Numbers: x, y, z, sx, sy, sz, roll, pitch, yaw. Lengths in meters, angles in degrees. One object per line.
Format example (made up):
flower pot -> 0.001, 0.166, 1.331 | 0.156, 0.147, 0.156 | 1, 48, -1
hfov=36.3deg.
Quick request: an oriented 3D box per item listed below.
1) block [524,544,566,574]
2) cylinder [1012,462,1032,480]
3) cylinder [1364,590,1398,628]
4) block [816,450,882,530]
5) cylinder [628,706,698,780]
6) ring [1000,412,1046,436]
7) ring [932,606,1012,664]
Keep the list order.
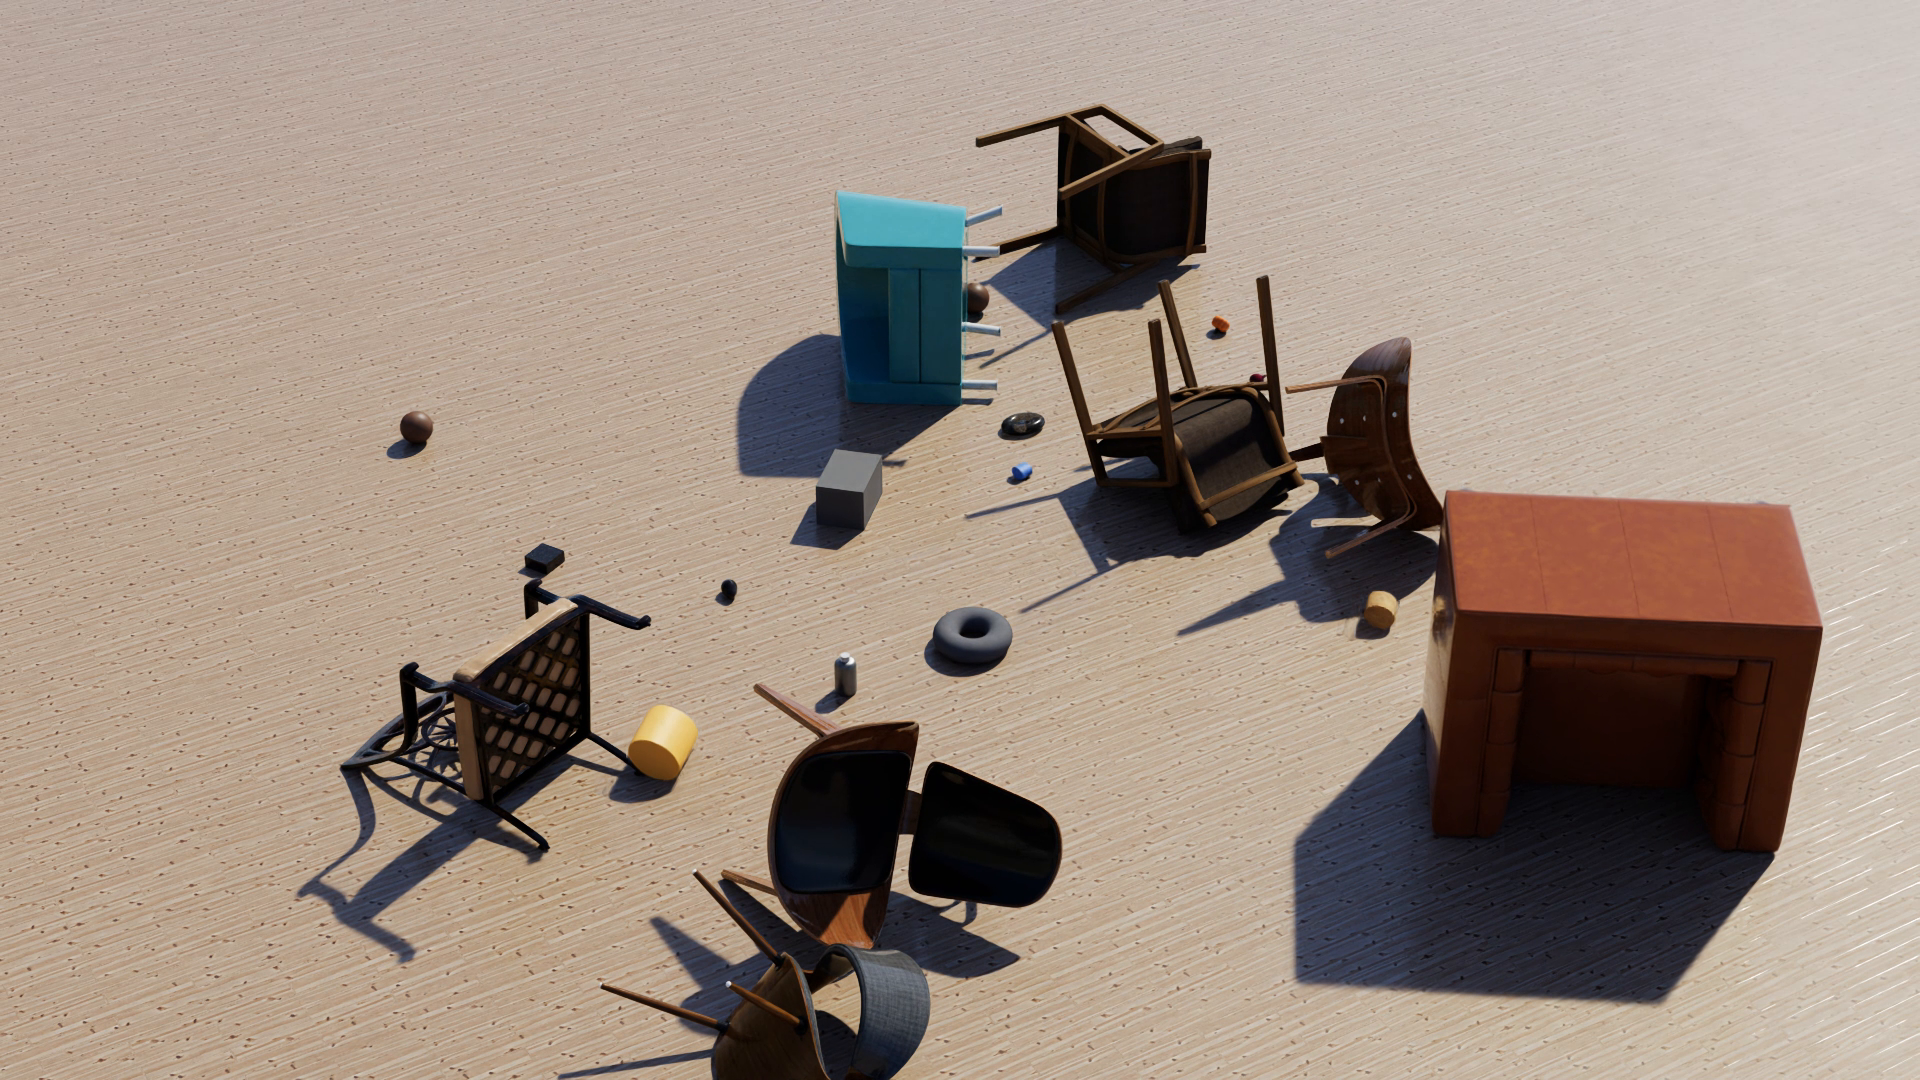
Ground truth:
block -> -1.529, 0.069, 10.796 | 0.102, 0.047, 0.106 | 19, 38, 26
cylinder -> 0.240, -0.267, 11.304 | 0.062, 0.050, 0.053 | 34, 46, 31
cylinder -> 1.504, 0.249, 10.479 | 0.111, 0.094, 0.094 | 24, 36, -1
block -> -0.418, -0.191, 11.079 | 0.185, 0.170, 0.271 | 8, 34, 11
cylinder -> -0.988, 0.676, 9.774 | 0.189, 0.147, 0.195 | 34, 35, -6
ring -> 0.249, -0.459, 11.602 | 0.184, 0.044, 0.132 | -15, 36, -20
ring -> 0.045, 0.336, 10.357 | 0.283, 0.087, 0.301 | 8, 33, 10
